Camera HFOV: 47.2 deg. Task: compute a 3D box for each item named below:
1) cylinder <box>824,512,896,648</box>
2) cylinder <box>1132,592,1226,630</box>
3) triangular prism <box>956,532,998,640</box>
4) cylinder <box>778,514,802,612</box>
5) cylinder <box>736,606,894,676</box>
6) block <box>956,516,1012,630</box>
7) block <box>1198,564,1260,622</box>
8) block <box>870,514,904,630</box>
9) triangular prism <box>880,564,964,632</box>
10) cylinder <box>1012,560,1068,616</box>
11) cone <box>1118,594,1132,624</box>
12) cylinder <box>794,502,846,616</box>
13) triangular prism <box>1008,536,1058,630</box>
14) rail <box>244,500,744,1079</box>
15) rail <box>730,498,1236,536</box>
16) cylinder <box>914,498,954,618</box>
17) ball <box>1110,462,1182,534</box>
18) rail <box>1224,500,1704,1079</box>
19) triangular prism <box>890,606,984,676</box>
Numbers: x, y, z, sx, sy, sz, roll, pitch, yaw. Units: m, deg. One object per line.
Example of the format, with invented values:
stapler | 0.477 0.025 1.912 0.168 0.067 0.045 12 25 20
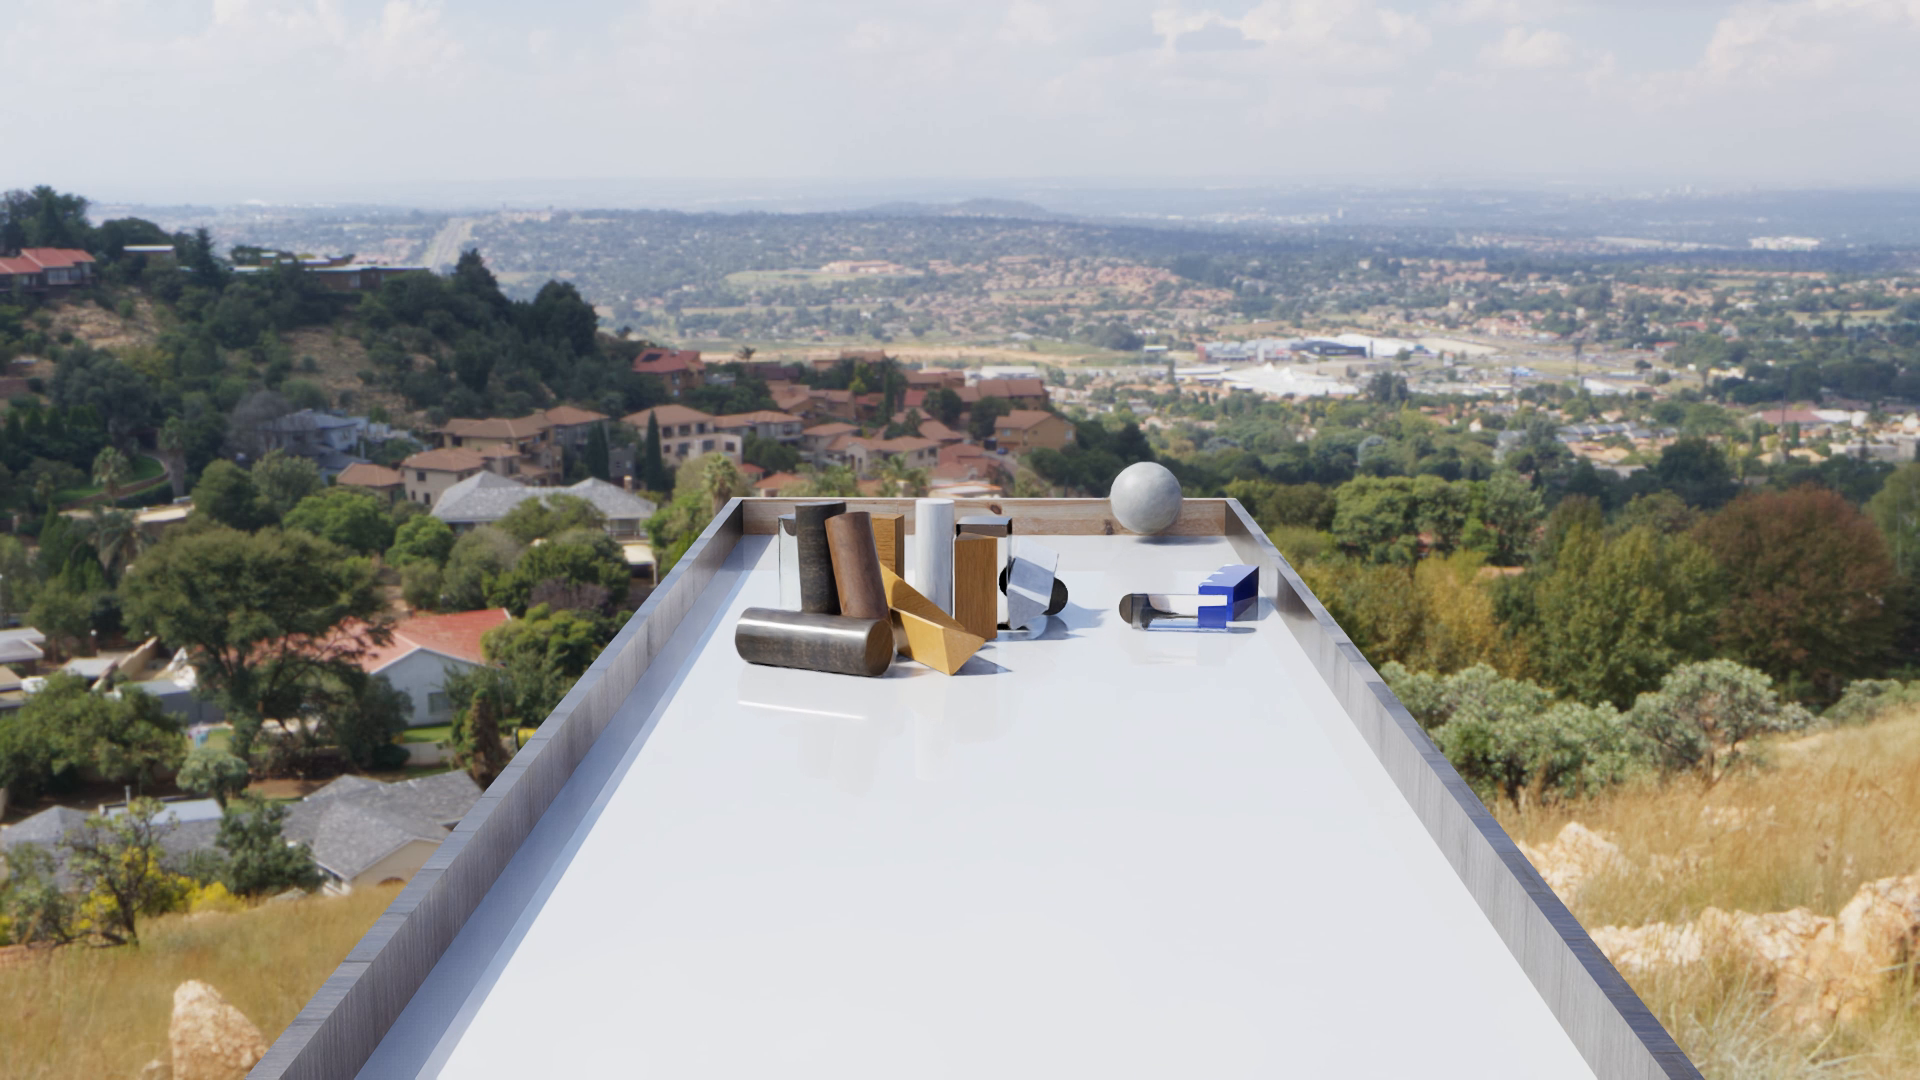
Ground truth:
cylinder | -0.307 0.135 6.735 0.144 0.422 0.144 -11 -10 -2
cylinder | 0.714 0.234 7.158 0.306 0.117 0.117 1 9 7
triangular prism | 0.031 0.146 7.019 0.143 0.327 0.123 -4 12 -20
cylinder | -0.535 0.102 7.212 0.116 0.362 0.116 0 9 0
cylinder | -0.437 0.301 6.580 0.453 0.167 0.167 5 10 27
block | 0.080 0.108 7.212 0.166 0.348 0.166 1 9 8
block | 0.919 0.178 7.510 0.118 0.118 0.438 3 10 19
block | -0.247 0.102 7.206 0.105 0.364 0.105 3 9 16
triangular prism | -0.163 0.186 6.897 0.416 0.080 0.093 37 17 17
cylinder | 0.254 0.161 7.571 0.132 0.132 0.373 -2 9 -15
cone | 0.669 0.222 7.447 0.103 0.103 0.437 5 3 27
cylinder | -0.429 0.098 6.977 0.162 0.429 0.162 -3 4 0
triangular prism | 0.214 0.121 7.288 0.147 0.128 0.401 -33 17 21
rail | -1.004 0.839 3.234 0.050 0.150 12.000 0 9 1
rail | 0.099 -0.098 9.147 2.100 0.150 0.050 0 9 1
cylinder | -0.081 0.098 6.964 0.122 0.445 0.122 1 8 0
ball | 0.757 -0.171 8.953 0.294 0.294 0.294 0 9 0
rail | 1.046 0.843 3.208 0.050 0.150 12.000 0 9 1
triangular prism | -0.096 0.277 6.633 0.150 0.130 0.368 -45 25 -14
